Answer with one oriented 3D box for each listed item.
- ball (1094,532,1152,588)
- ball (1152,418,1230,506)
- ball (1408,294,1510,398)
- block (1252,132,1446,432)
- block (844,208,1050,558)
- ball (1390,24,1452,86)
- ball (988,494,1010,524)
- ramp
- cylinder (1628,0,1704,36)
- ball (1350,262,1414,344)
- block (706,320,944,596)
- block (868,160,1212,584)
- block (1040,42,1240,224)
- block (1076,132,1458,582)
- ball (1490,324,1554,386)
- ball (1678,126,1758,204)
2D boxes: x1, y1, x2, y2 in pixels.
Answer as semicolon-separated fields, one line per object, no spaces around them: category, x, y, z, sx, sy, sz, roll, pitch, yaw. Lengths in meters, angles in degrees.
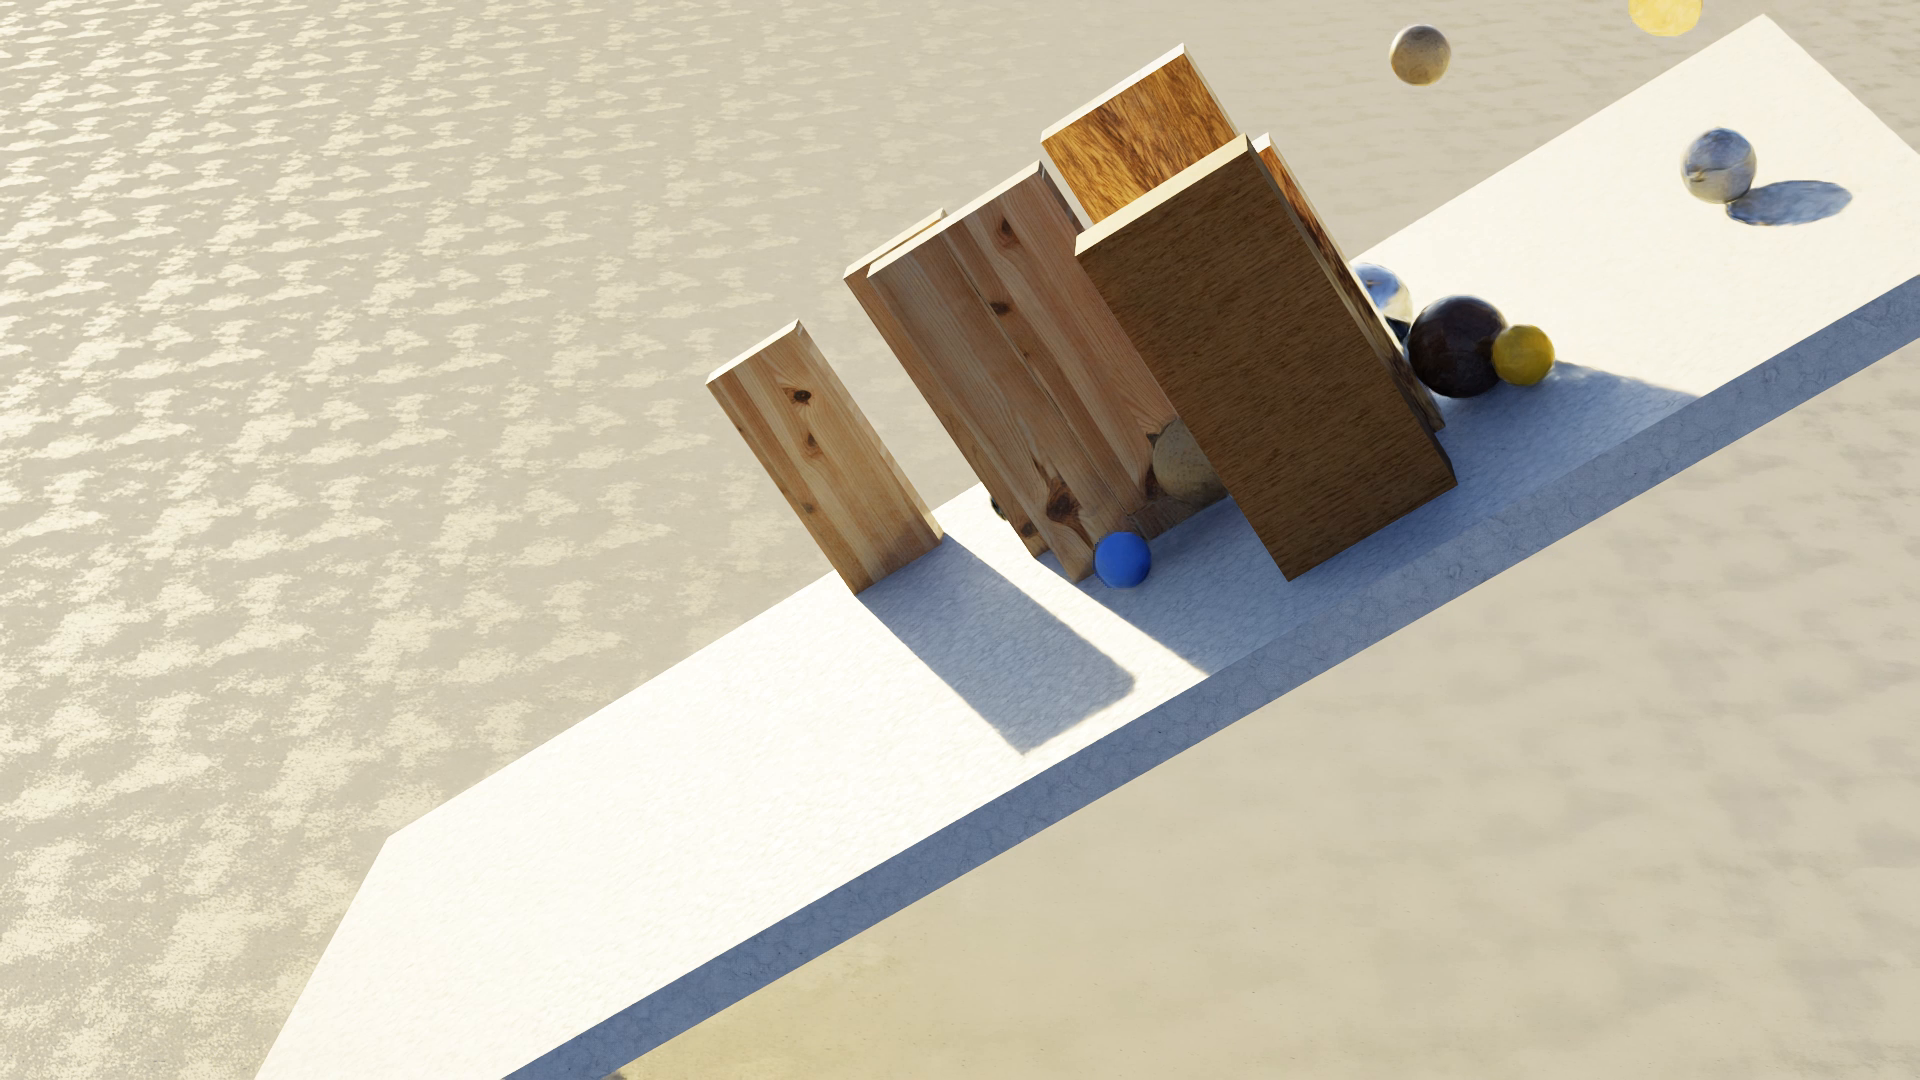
ball;0.326;0.040;5.874;0.115;0.115;0.115;0;20;0
ball;0.476;-0.160;5.862;0.185;0.185;0.185;0;20;0
ball;0.956;-0.370;5.616;0.200;0.200;0.200;0;20;0
block;0.622;-0.415;5.631;0.320;0.647;0.111;-31;15;14
block;0.062;-0.335;6.370;0.247;0.751;0.093;-31;15;14
ball;0.921;-0.969;5.882;0.124;0.124;0.124;0;20;0
ball;0.140;-0.107;6.667;0.150;0.150;0.150;0;20;0
ramp;0.139;0.171;6.295;4.000;0.100;2.000;-31;15;14
cylinder;1.384;-1.080;5.736;0.138;0.138;0.138;7;50;18
ball;0.854;-0.483;6.208;0.204;0.204;0.204;0;20;0
block;-0.317;-0.193;6.977;0.253;0.626;0.087;-31;15;14
block;0.200;-0.337;6.026;0.409;0.781;0.101;-31;15;14
block;0.531;-0.701;6.573;0.369;0.716;0.114;-31;15;14
block;0.557;-0.326;5.335;0.357;0.730;0.142;-31;15;14
ball;1.047;-0.345;5.472;0.117;0.117;0.117;0;20;0
ball;1.480;-0.731;5.747;0.152;0.152;0.152;0;20;0
